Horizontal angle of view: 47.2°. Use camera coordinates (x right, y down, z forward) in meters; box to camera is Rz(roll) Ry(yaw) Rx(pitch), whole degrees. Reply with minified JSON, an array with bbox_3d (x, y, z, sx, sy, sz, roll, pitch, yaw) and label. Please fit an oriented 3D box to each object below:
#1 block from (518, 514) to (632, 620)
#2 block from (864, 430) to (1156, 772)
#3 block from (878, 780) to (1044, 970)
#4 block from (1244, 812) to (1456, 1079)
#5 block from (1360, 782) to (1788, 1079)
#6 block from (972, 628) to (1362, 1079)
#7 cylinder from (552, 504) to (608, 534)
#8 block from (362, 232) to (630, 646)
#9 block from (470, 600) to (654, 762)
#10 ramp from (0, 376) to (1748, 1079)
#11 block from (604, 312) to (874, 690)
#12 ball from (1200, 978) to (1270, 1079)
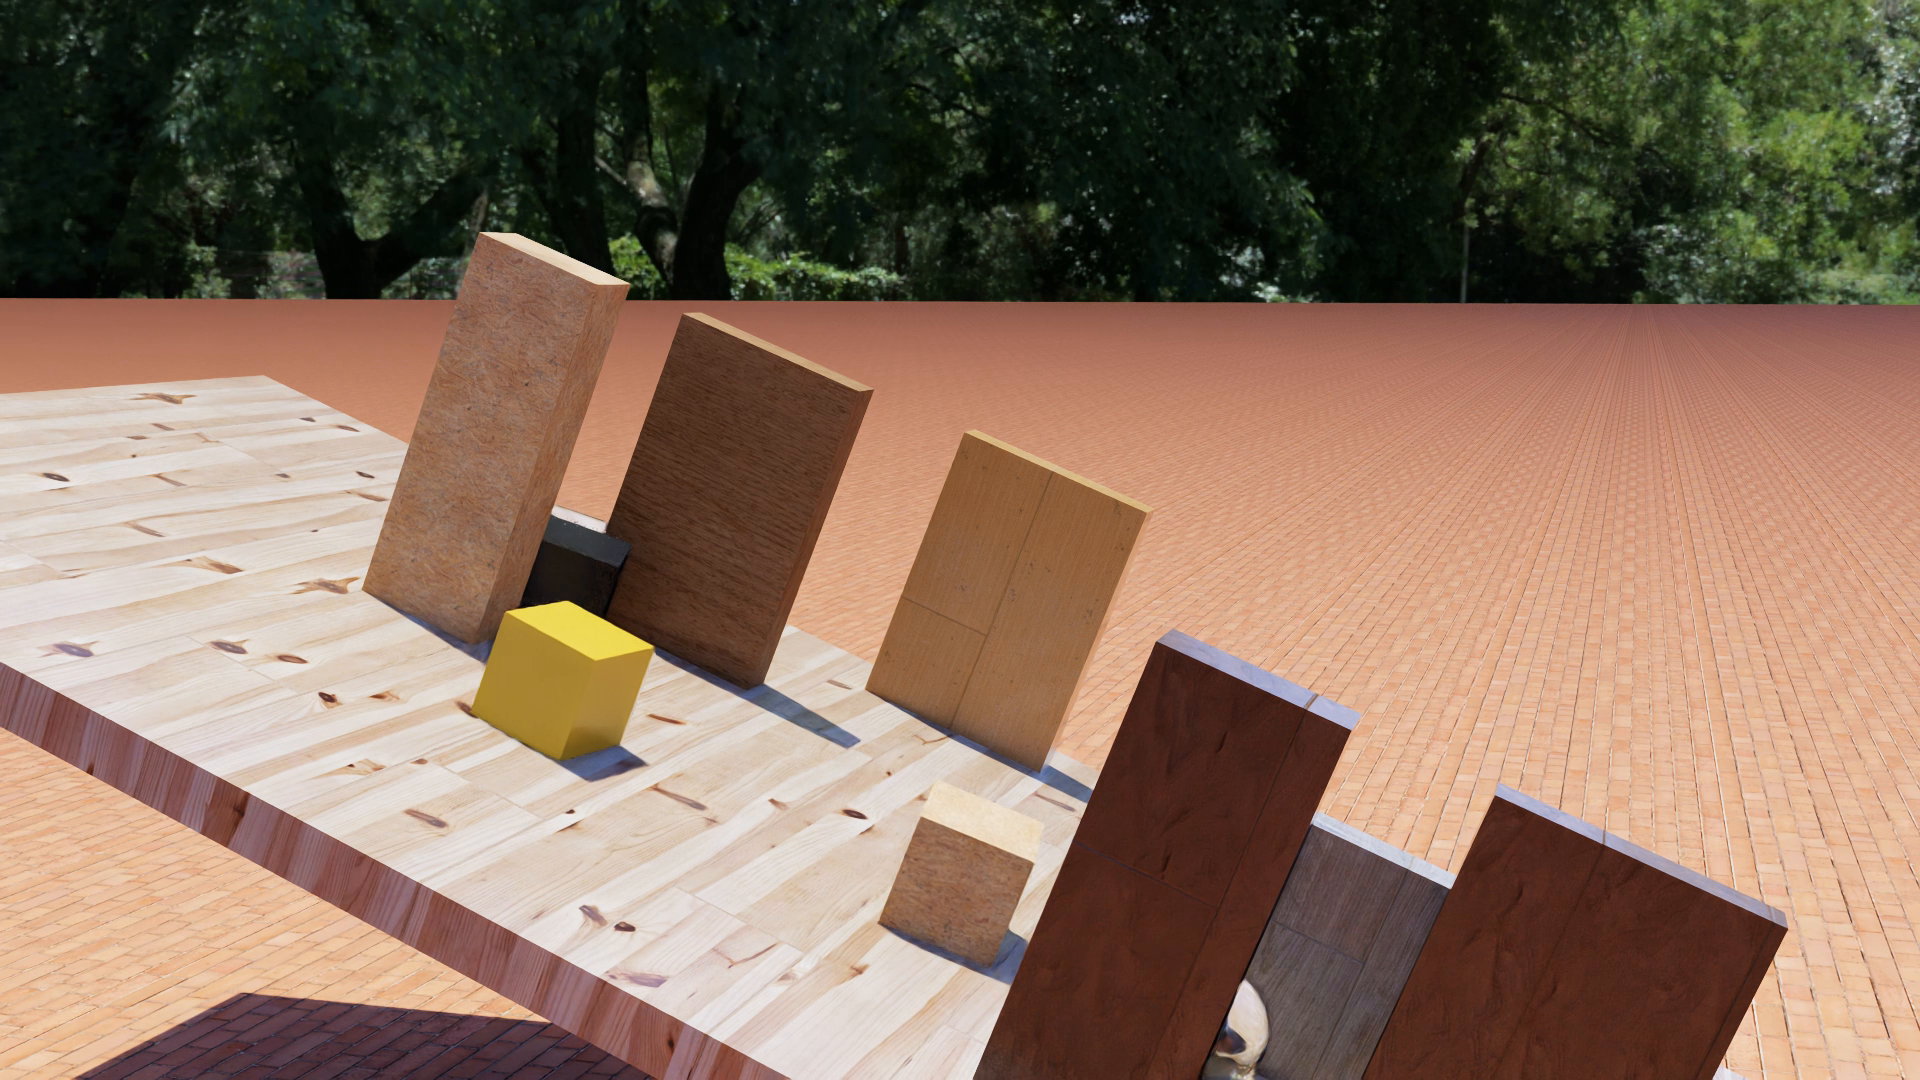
[{"bbox_3d":[-0.822,0.089,4.569,0.201,0.201,0.201,20,13,-6],"label":"block"},{"bbox_3d":[0.106,0.135,4.900,0.444,0.635,0.084,24,13,13],"label":"block"},{"bbox_3d":[0.005,0.582,3.853,0.210,0.210,0.210,22,13,2],"label":"block"},{"bbox_3d":[0.691,0.749,3.743,0.442,0.445,0.090,24,13,13],"label":"block"},{"bbox_3d":[0.860,0.780,3.275,0.441,0.715,0.085,24,13,13],"label":"block"},{"bbox_3d":[0.294,0.543,3.233,0.300,0.761,0.119,24,13,13],"label":"block"},{"bbox_3d":[-0.887,0.020,4.776,0.190,0.190,0.190,19,4,-10],"label":"cylinder"},{"bbox_3d":[-0.918,-0.200,4.338,0.266,0.759,0.147,24,13,13],"label":"block"},{"bbox_3d":[-0.727,0.256,4.029,0.204,0.204,0.204,26,13,19],"label":"block"},{"bbox_3d":[-0.308,0.547,4.196,4.000,0.100,2.000,24,13,13],"label":"ramp"},{"bbox_3d":[-0.504,-0.083,4.688,0.423,0.689,0.096,24,13,13],"label":"block"},{"bbox_3d":[0.403,0.800,3.607,0.207,0.207,0.207,0,7,0],"label":"ball"}]
